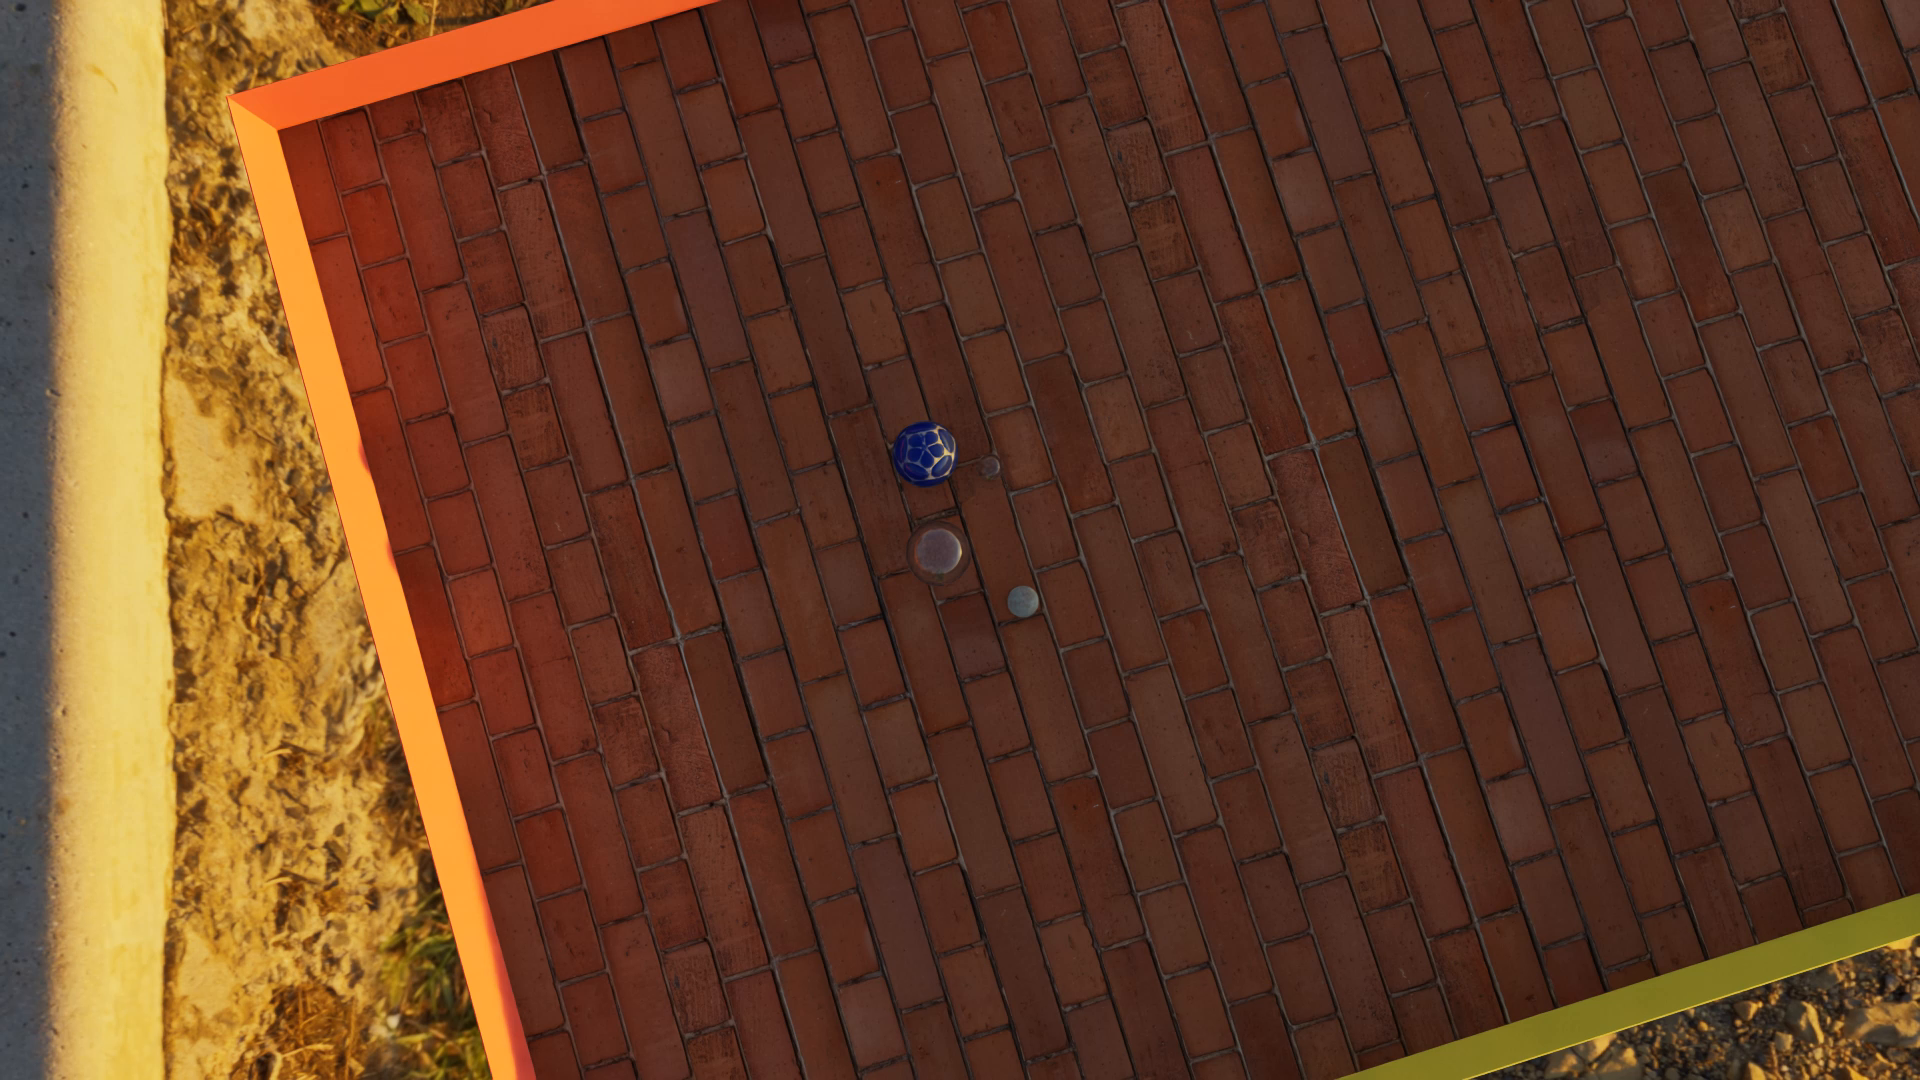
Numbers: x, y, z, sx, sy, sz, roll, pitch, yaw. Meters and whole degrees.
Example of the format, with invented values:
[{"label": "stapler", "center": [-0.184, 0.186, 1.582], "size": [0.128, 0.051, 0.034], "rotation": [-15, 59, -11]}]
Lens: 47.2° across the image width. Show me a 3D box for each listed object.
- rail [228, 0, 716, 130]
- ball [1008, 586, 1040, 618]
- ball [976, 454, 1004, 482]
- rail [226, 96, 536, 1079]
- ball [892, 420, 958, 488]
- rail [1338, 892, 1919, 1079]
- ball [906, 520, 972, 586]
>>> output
[{"label": "rail", "center": [0.540, -1.127, 3.408], "size": [3.406, 0.129, 0.045], "rotation": [-17, 82, -3]}, {"label": "ball", "center": [0.094, 0.091, 3.267], "size": [0.048, 0.048, 0.048], "rotation": [0, 81, 0]}, {"label": "ball", "center": [0.045, -0.109, 3.301], "size": [0.041, 0.041, 0.041], "rotation": [0, 81, 0]}, {"label": "rail", "center": [-0.791, 0.238, 3.203], "size": [0.045, 0.129, 1.897], "rotation": [-17, 82, -3]}, {"label": "ball", "center": [-0.051, -0.128, 3.274], "size": [0.099, 0.099, 0.099], "rotation": [0, 81, 0]}, {"label": "rail", "center": [1.087, 0.620, 3.146], "size": [3.406, 0.129, 0.045], "rotation": [-17, 82, -3]}, {"label": "ball", "center": [-0.032, 0.020, 3.253], "size": [0.097, 0.097, 0.097], "rotation": [0, 81, 0]}]
